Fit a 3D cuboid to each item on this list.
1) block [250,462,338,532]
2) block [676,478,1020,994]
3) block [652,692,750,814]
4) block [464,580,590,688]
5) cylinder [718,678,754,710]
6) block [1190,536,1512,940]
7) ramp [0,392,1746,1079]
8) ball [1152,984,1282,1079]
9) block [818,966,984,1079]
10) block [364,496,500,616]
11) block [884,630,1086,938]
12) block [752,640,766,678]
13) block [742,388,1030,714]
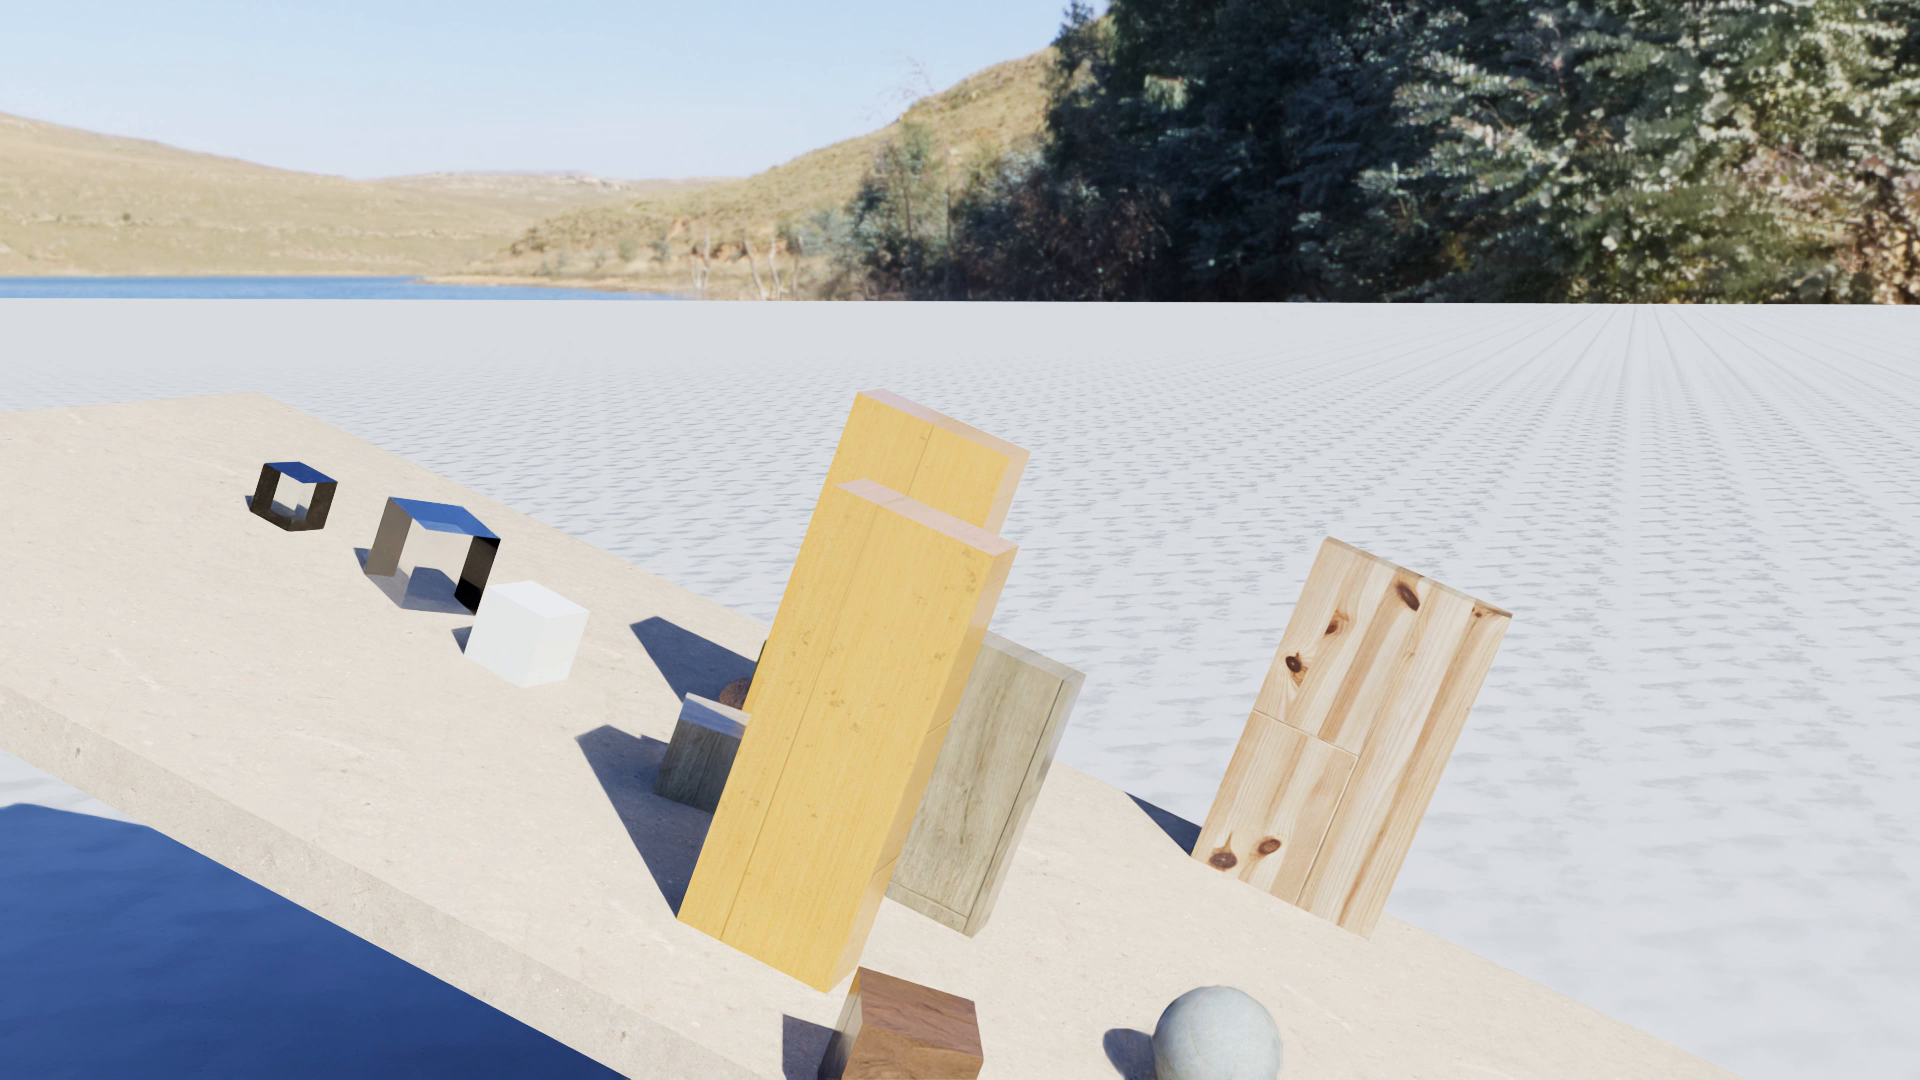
[{"bbox_3d":[-1.427,-0.093,4.712,0.112,0.112,0.112,26,13,21],"label":"block"},{"bbox_3d":[-0.182,0.311,3.503,0.276,0.764,0.139,24,13,13],"label":"block"},{"bbox_3d":[-0.465,0.400,4.078,0.154,0.154,0.154,20,13,-6],"label":"block"},{"bbox_3d":[-0.858,0.185,4.360,0.151,0.151,0.151,26,13,21],"label":"block"},{"bbox_3d":[-0.422,0.351,4.461,0.108,0.108,0.108,-4,24,-30],"label":"cylinder"},{"bbox_3d":[0.827,0.421,4.678,0.415,0.754,0.084,24,13,13],"label":"block"},{"bbox_3d":[-0.316,0.567,4.200,4.000,0.100,2.000,24,13,13],"label":"ramp"},{"bbox_3d":[0.416,0.828,3.564,0.209,0.209,0.209,0,7,0],"label":"ball"},{"bbox_3d":[-0.088,0.752,3.143,0.180,0.180,0.180,19,13,-9],"label":"block"},{"bbox_3d":[-1.094,0.034,4.559,0.176,0.176,0.176,9,17,-44],"label":"block"},{"bbox_3d":[-0.014,0.414,3.937,0.307,0.504,0.096,24,13,13],"label":"block"},{"bbox_3d":[-0.328,0.327,4.580,0.165,0.165,0.165,11,16,-36],"label":"block"},{"bbox_3d":[-0.164,0.134,4.236,0.319,0.781,0.145,24,13,13],"label":"block"}]
